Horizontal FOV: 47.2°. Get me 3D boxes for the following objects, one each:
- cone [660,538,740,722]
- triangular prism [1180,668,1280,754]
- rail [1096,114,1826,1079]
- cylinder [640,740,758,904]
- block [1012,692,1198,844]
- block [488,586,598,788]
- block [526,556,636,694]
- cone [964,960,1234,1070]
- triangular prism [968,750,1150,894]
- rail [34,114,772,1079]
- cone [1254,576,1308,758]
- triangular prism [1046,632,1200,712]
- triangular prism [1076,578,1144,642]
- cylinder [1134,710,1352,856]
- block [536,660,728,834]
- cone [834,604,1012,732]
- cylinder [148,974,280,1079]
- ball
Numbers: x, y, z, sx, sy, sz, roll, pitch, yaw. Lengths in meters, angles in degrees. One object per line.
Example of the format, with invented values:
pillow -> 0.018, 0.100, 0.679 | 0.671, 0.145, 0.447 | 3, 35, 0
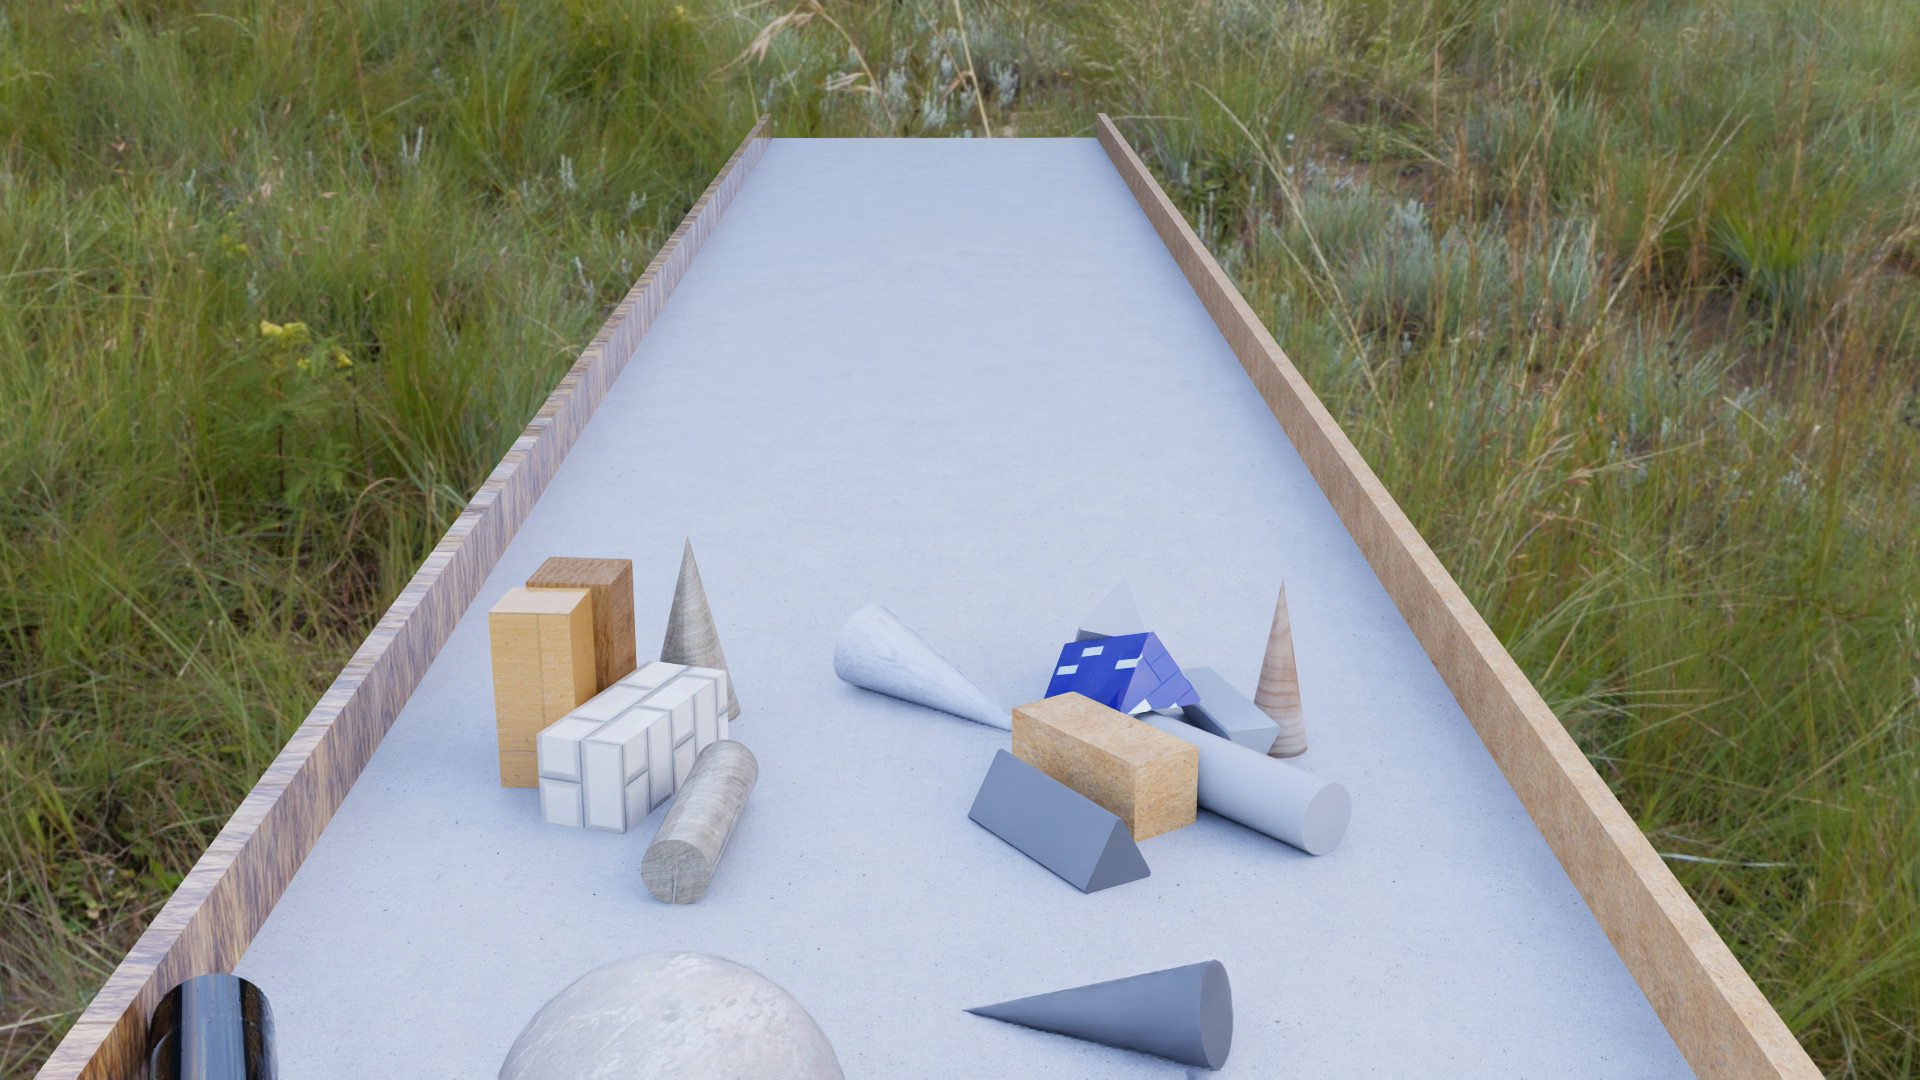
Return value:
cone -> -0.500, 0.157, 4.086 | 0.173, 0.349, 0.173 | 0, 17, 0
triangular prism -> 0.480, 0.306, 3.975 | 0.085, 0.098, 0.319 | -34, 22, -5
rail -> 0.932, -0.844, 7.801 | 0.050, 0.150, 12.000 | 0, 17, -1
cylinder -> -0.414, 0.447, 3.536 | 0.108, 0.108, 0.409 | 1, 17, 5
block -> 0.241, 0.379, 3.714 | 0.136, 0.136, 0.323 | -12, 20, -35
block -> -0.716, 0.255, 3.807 | 0.140, 0.318, 0.140 | 1, 17, 6
block -> -0.674, 0.211, 3.943 | 0.152, 0.328, 0.152 | 2, 17, 6
cone -> 0.169, 0.637, 2.964 | 0.369, 0.141, 0.141 | -5, 13, 24
triangular prism -> 0.157, 0.441, 3.541 | 0.126, 0.109, 0.339 | -10, 19, -30
rail -> -1.118, -0.838, 7.780 | 0.050, 0.150, 12.000 | 0, 17, -1
cone -> 0.570, 0.218, 3.927 | 0.115, 0.322, 0.115 | 0, 17, 0
triangular prism -> 0.274, 0.240, 3.960 | 0.152, 0.132, 0.369 | -6, -3, -21
triangular prism -> 0.288, 0.157, 4.160 | 0.123, 0.106, 0.417 | 12, -10, 3
cylinder -> 0.452, 0.400, 3.669 | 0.121, 0.121, 0.420 | -13, 21, -38
block -> -0.556, 0.350, 3.780 | 0.154, 0.154, 0.385 | 6, 18, 20
cone -> -0.022, 0.282, 4.137 | 0.451, 0.165, 0.165 | 26, 29, 36
cylinder -> -0.903, 0.682, 2.666 | 0.153, 0.153, 0.388 | -6, 17, -18
ball -> -0.311, 0.644, 2.369 | 0.395, 0.395, 0.395 | 0, 17, 0
